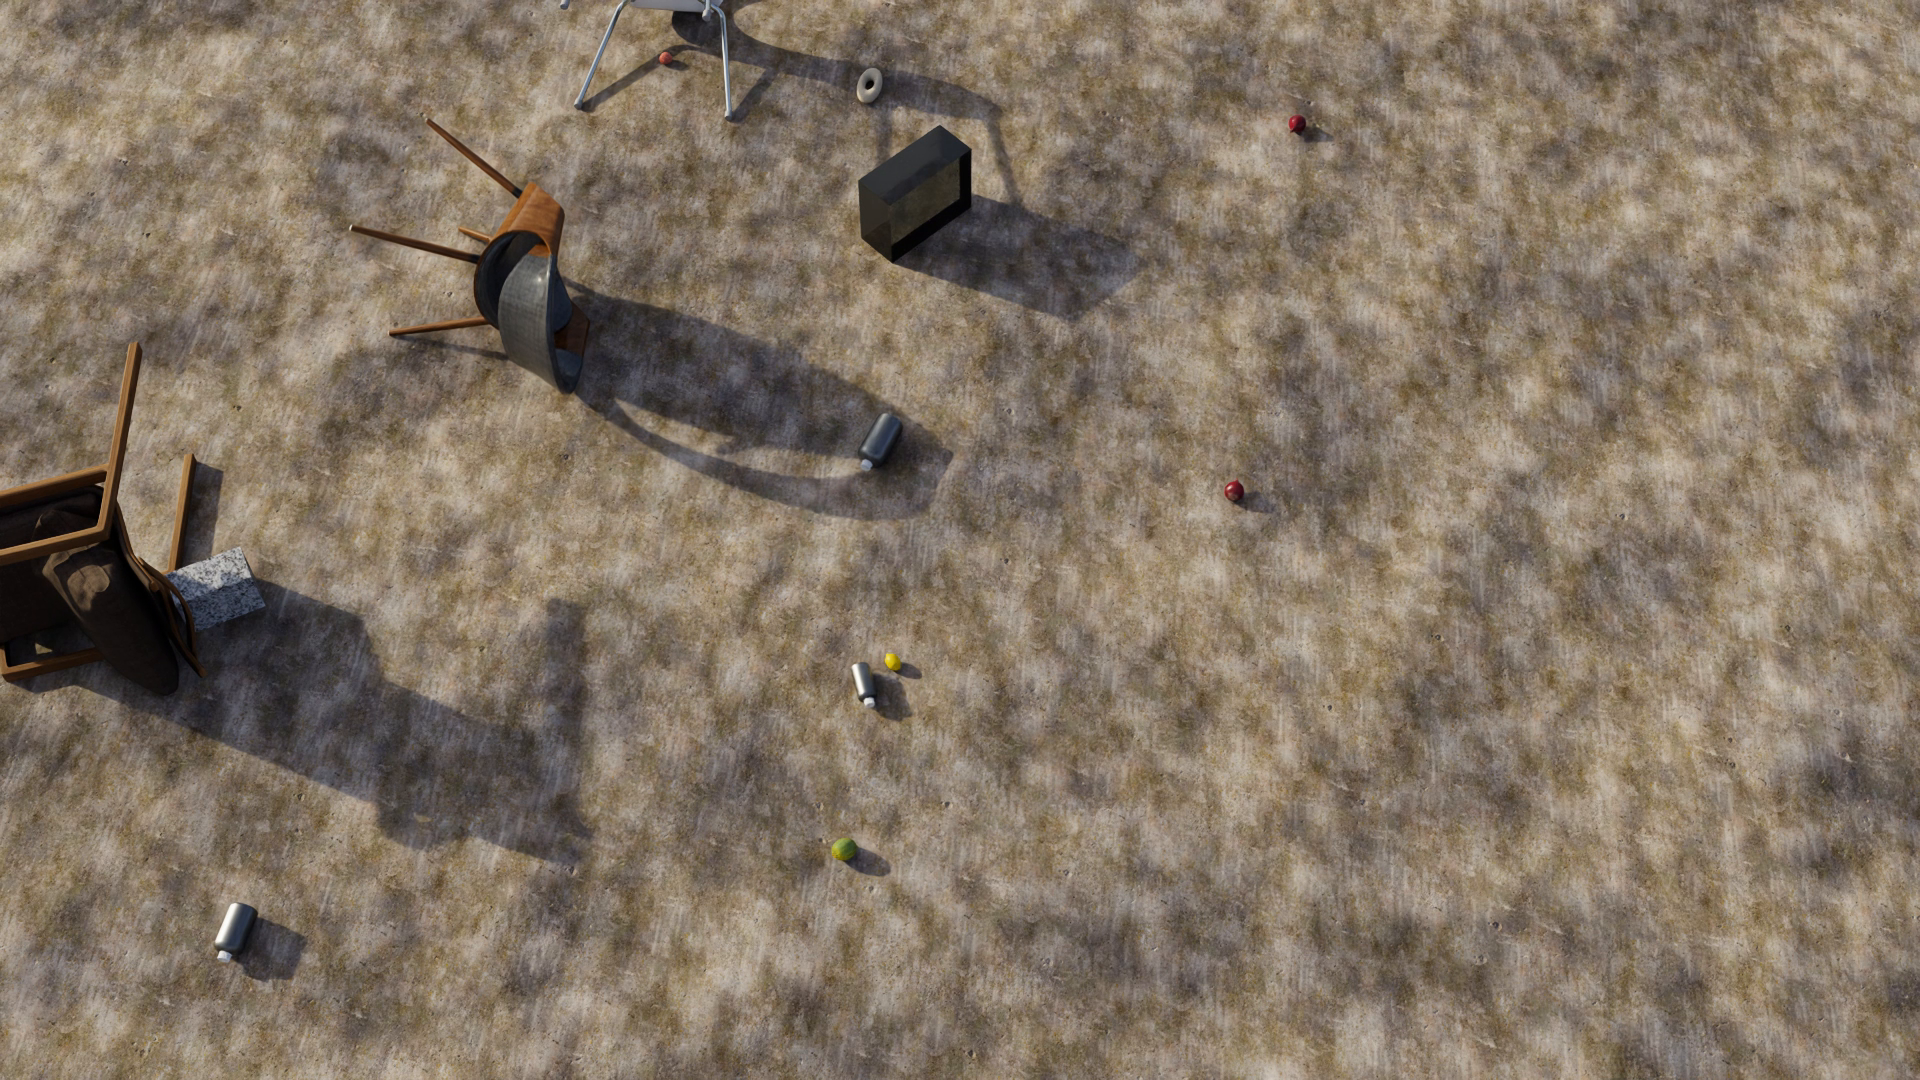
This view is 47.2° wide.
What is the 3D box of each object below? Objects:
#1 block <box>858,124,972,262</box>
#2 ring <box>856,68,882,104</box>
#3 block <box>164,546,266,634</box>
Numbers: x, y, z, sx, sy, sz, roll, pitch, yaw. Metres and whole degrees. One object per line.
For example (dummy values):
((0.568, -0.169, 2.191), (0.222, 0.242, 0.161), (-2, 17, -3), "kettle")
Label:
((-0.144, -1.127, 7.165), (0.357, 0.275, 0.150), (-38, 64, -23), "block")
((-0.312, -1.572, 7.605), (0.085, 0.040, 0.166), (8, 56, 7), "ring")
((-2.160, 0.146, 6.380), (0.221, 0.158, 0.117), (-22, 59, -14), "block")
